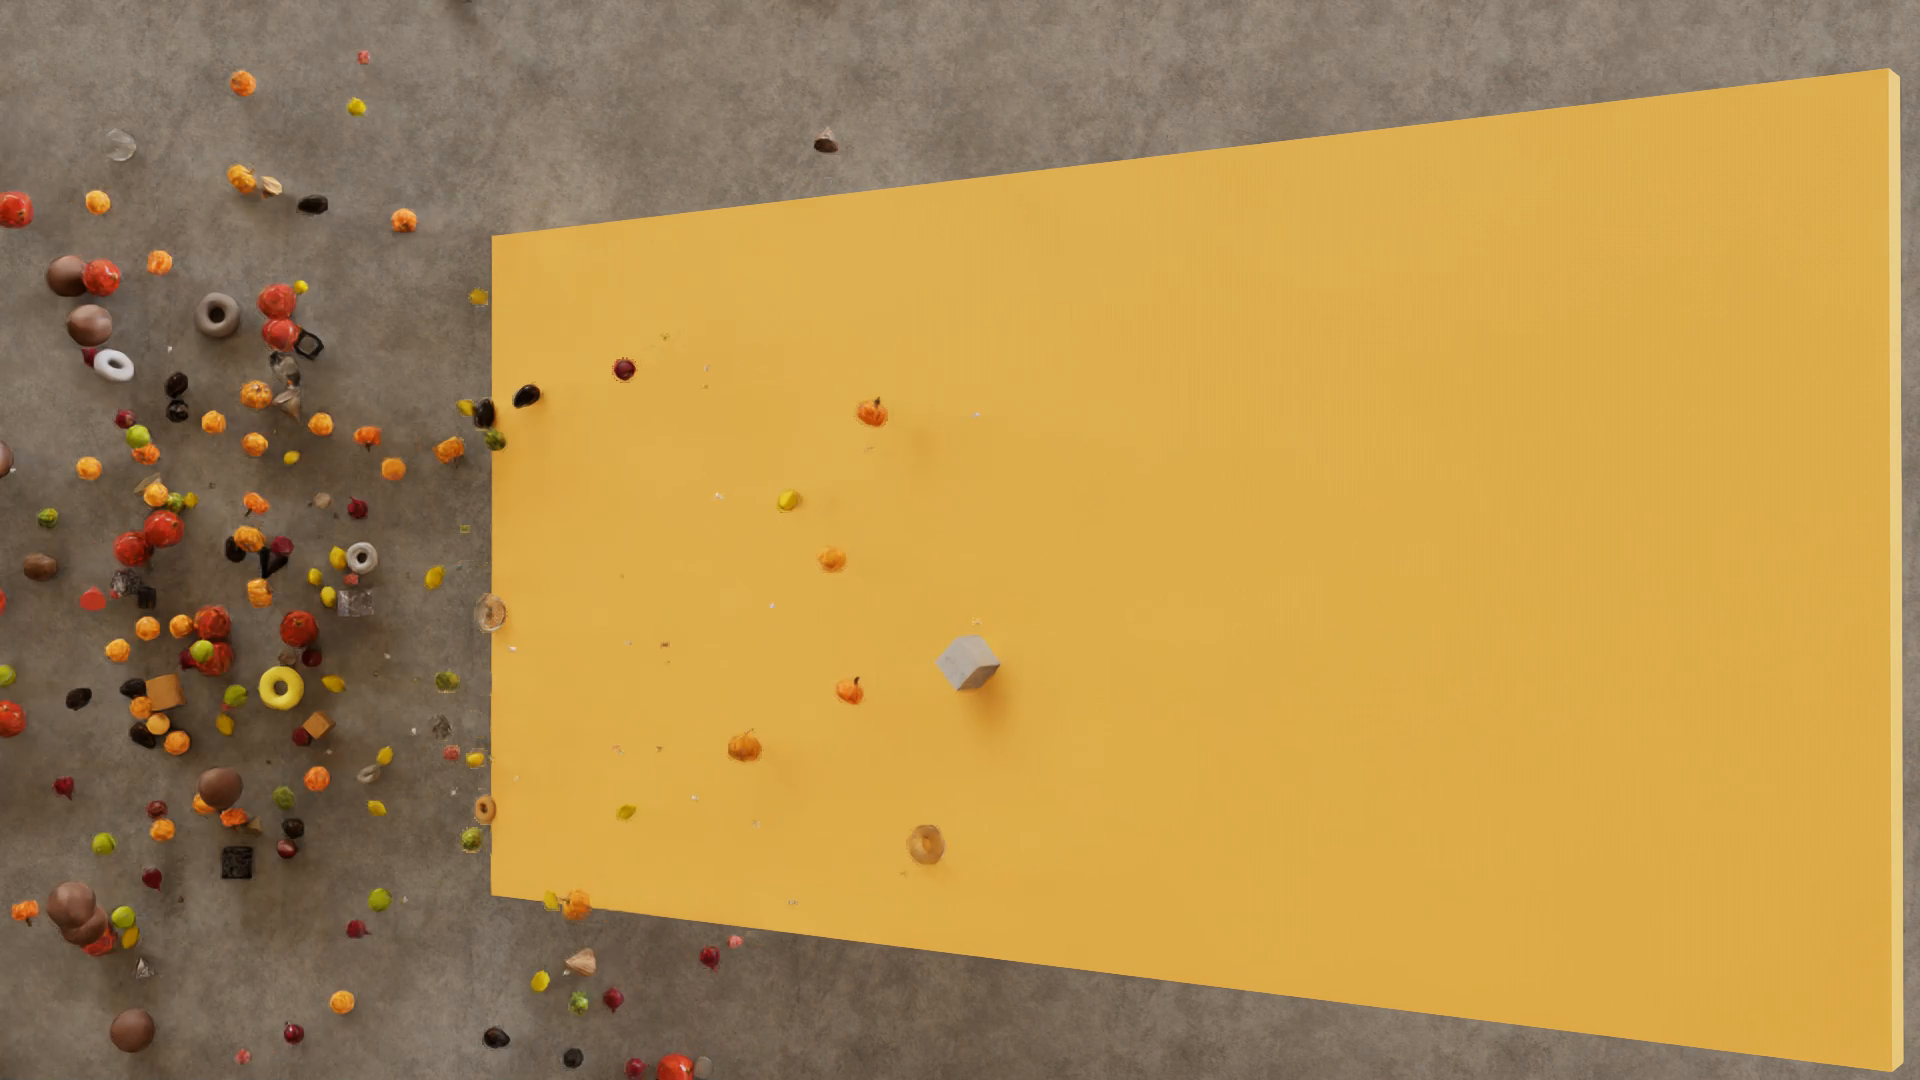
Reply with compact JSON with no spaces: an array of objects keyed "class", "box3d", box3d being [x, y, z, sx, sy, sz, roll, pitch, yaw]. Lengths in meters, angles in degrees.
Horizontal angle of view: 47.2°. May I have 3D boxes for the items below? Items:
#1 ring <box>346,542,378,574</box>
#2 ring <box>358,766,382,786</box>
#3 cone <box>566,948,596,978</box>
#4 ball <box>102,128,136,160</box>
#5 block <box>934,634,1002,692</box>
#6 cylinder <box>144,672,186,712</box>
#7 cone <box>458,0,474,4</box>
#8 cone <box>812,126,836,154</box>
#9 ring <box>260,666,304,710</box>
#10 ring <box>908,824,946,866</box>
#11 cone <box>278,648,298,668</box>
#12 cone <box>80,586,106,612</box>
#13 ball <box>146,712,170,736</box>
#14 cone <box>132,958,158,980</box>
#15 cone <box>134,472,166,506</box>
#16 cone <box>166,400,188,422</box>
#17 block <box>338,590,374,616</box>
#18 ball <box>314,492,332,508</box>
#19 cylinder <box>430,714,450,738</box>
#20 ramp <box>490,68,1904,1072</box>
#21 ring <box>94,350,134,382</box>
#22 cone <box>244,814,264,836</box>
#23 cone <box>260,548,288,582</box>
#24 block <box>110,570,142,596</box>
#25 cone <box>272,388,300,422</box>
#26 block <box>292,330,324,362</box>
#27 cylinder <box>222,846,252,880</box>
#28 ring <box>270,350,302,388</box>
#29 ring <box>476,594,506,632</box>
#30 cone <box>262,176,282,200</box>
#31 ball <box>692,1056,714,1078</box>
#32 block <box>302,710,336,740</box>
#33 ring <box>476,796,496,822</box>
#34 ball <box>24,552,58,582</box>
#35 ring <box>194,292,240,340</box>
[{"class":"ring","box3d":[-1.833,0.055,6.742,0.098,0.033,0.098,0,88,0]},{"class":"ring","box3d":[-1.804,0.718,6.721,0.075,0.075,0.025,-22,125,0]},{"class":"cone","box3d":[-1.168,1.284,6.686,0.088,0.088,0.088,-10,75,40]},{"class":"ball","box3d":[-2.570,-1.209,6.718,0.100,0.100,0.100,0,90,0]},{"class":"block","box3d":[0.021,0.313,5.603,0.099,0.099,0.099,-48,65,25]},{"class":"cylinder","box3d":[-2.423,0.464,6.705,0.098,0.098,0.098,-15,91,0]},{"class":"cone","box3d":[-1.522,-1.667,6.737,0.079,0.079,0.079,34,90,-6]},{"class":"cone","box3d":[-0.374,-1.139,6.188,0.072,0.072,0.072,11,60,0]},{"class":"ring","box3d":[-2.078,0.454,6.733,0.138,0.046,0.138,0,88,1]},{"class":"ring","box3d":[-0.086,0.791,5.713,0.108,0.036,0.108,0,90,34]},{"class":"cone","box3d":[-2.064,0.362,6.727,0.058,0.058,0.058,0,90,0]},{"class":"cone","box3d":[-2.652,0.164,6.730,0.077,0.077,0.077,-8,133,-9]},{"class":"ball","box3d":[-2.448,0.562,6.717,0.068,0.068,0.068,0,90,0]},{"class":"cone","box3d":[-2.488,1.320,6.732,0.071,0.071,0.071,21,90,-26]},{"class":"cone","box3d":[-2.462,-0.138,6.738,0.096,0.096,0.096,-33,116,0]},{"class":"cone","box3d":[-2.407,-0.396,6.727,0.070,0.070,0.070,0,90,0]},{"class":"block","box3d":[-1.843,0.192,6.702,0.078,0.078,0.078,-2,89,-39]},{"class":"ball","box3d":[-1.946,-0.122,6.718,0.052,0.052,0.052,0,90,0]},{"class":"cylinder","box3d":[-1.561,0.561,6.602,0.054,0.054,0.054,-11,117,-22]},{"class":"ramp","box3d":[0.245,0.068,5.570,4.000,0.100,2.000,0,89,35]},{"class":"ring","box3d":[-2.580,-0.531,6.705,0.124,0.124,0.041,40,120,0]},{"class":"cone","box3d":[-2.157,0.867,6.738,0.060,0.060,0.060,8,63,0]},{"class":"cone","box3d":[-2.106,0.086,6.695,0.093,0.093,0.093,16,64,0]},{"class":"block","box3d":[-2.545,0.130,6.712,0.058,0.058,0.058,33,108,24]},{"class":"cone","box3d":[-2.044,-0.400,6.738,0.094,0.094,0.094,-22,115,0]},{"class":"block","box3d":[-1.990,-0.594,6.710,0.058,0.058,0.058,26,67,14]},{"class":"cylinder","box3d":[-2.204,0.985,6.706,0.088,0.088,0.088,2,89,0]},{"class":"ring","box3d":[-2.042,-0.516,6.656,0.126,0.126,0.042,49,58,0]},{"class":"ring","box3d":[-1.418,0.221,6.650,0.112,0.037,0.112,-1,88,35]},{"class":"cone","box3d":[-2.125,-1.066,6.741,0.070,0.070,0.070,48,121,0]},{"class":"ball","box3d":[-0.783,1.609,6.708,0.065,0.065,0.065,0,90,0]},{"class":"block","box3d":[-1.960,0.565,6.723,0.062,0.062,0.062,43,90,0]},{"class":"ring","box3d":[-1.437,0.815,6.664,0.081,0.027,0.081,1,91,35]},{"class":"ball","box3d":[-2.807,0.083,6.711,0.096,0.096,0.096,0,90,0]},{"class":"ring","box3d":[-2.277,-0.687,6.741,0.142,0.047,0.142,0,91,1]}]
